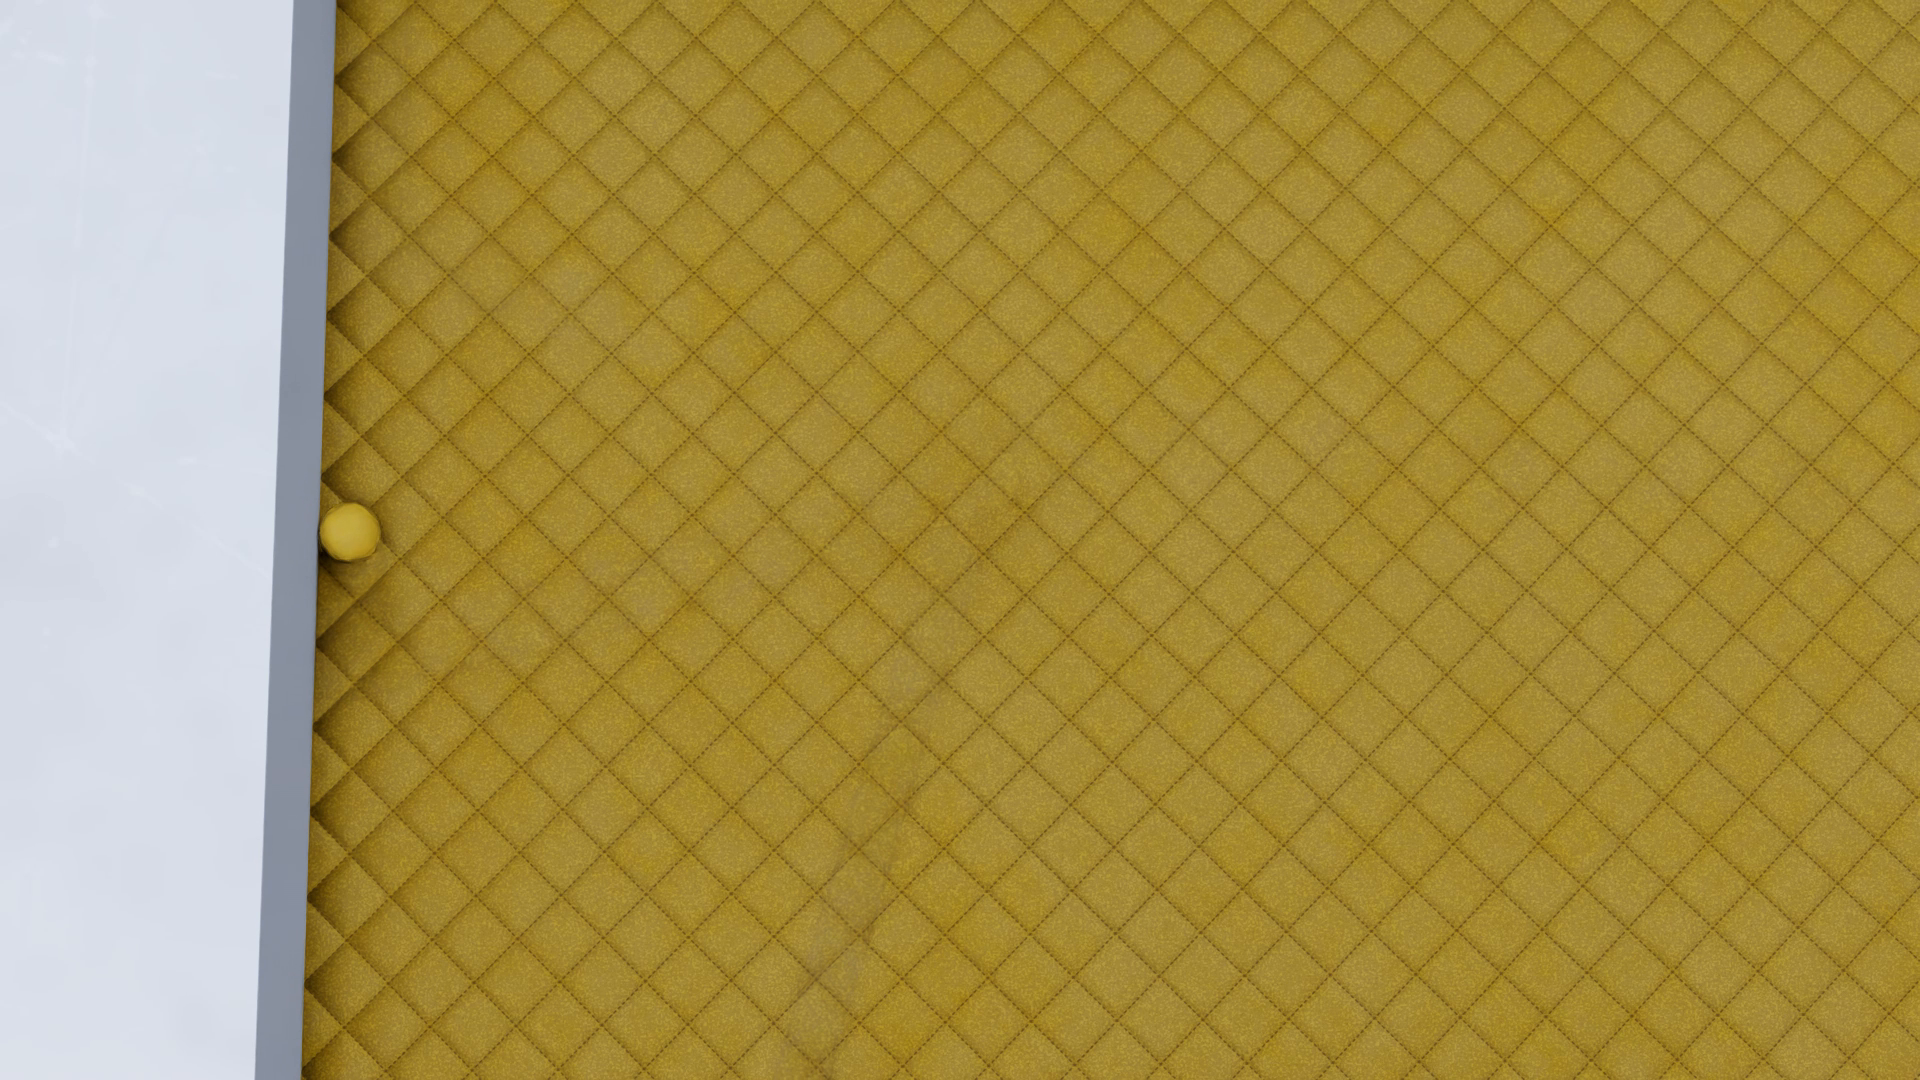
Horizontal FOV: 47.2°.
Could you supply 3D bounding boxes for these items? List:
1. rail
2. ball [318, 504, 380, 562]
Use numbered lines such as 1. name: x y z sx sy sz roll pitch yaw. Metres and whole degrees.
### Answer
1. rail: -0.967 0.005 3.235 0.045 0.129 2.157 0 82 0
2. ball: -0.905 -0.011 3.259 0.088 0.088 0.088 0 82 0
